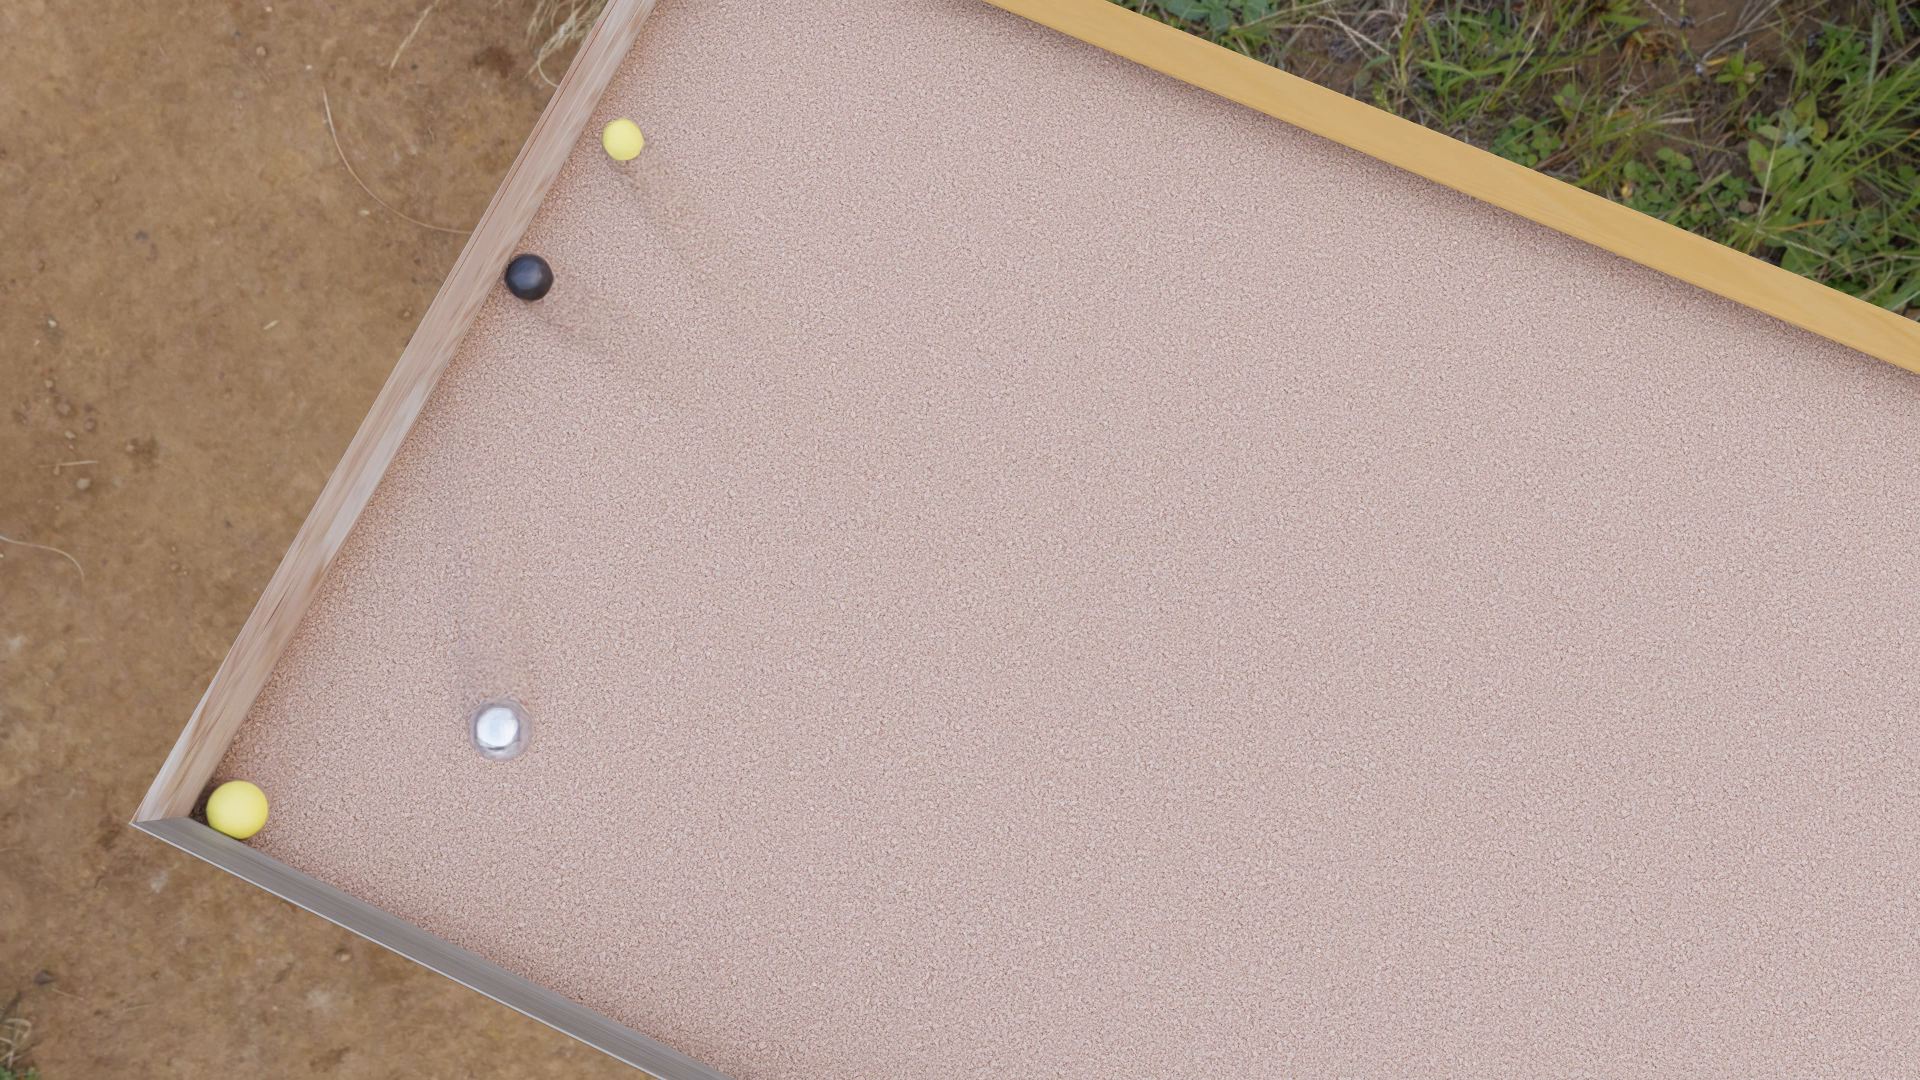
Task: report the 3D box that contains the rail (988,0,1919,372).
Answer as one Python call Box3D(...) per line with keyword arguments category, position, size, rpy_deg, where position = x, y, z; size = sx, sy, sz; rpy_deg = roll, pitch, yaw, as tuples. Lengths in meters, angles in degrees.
Box3D(category="rail", position=(1.190, -0.425, 3.515), size=(3.594, 0.128, 0.045), rpy_deg=(24, 73, 8))

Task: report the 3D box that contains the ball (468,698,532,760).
Box3D(category="ball", position=(-0.690, 0.282, 3.301), size=(0.093, 0.093, 0.093), rpy_deg=(0, 72, 0))

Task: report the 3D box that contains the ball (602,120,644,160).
Box3D(category="ball", position=(-0.556, -0.658, 3.626), size=(0.066, 0.066, 0.066), rpy_deg=(0, 72, 0))

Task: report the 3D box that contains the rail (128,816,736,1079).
Box3D(category="rail", position=(0.444, 1.120, 3.004), size=(3.594, 0.128, 0.045), rpy_deg=(24, 73, 8))

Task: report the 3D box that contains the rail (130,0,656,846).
Box3D(category="rail", position=(-0.795, -0.354, 3.491), size=(0.045, 0.128, 1.838), rpy_deg=(24, 73, 8))

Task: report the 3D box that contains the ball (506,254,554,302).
Box3D(category="ball", position=(-0.693, -0.423, 3.543), size=(0.075, 0.075, 0.075), rpy_deg=(0, 72, 0))

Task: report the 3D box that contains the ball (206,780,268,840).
Box3D(category="ball", position=(-1.073, 0.401, 3.264), size=(0.088, 0.088, 0.088), rpy_deg=(0, 72, 0))
